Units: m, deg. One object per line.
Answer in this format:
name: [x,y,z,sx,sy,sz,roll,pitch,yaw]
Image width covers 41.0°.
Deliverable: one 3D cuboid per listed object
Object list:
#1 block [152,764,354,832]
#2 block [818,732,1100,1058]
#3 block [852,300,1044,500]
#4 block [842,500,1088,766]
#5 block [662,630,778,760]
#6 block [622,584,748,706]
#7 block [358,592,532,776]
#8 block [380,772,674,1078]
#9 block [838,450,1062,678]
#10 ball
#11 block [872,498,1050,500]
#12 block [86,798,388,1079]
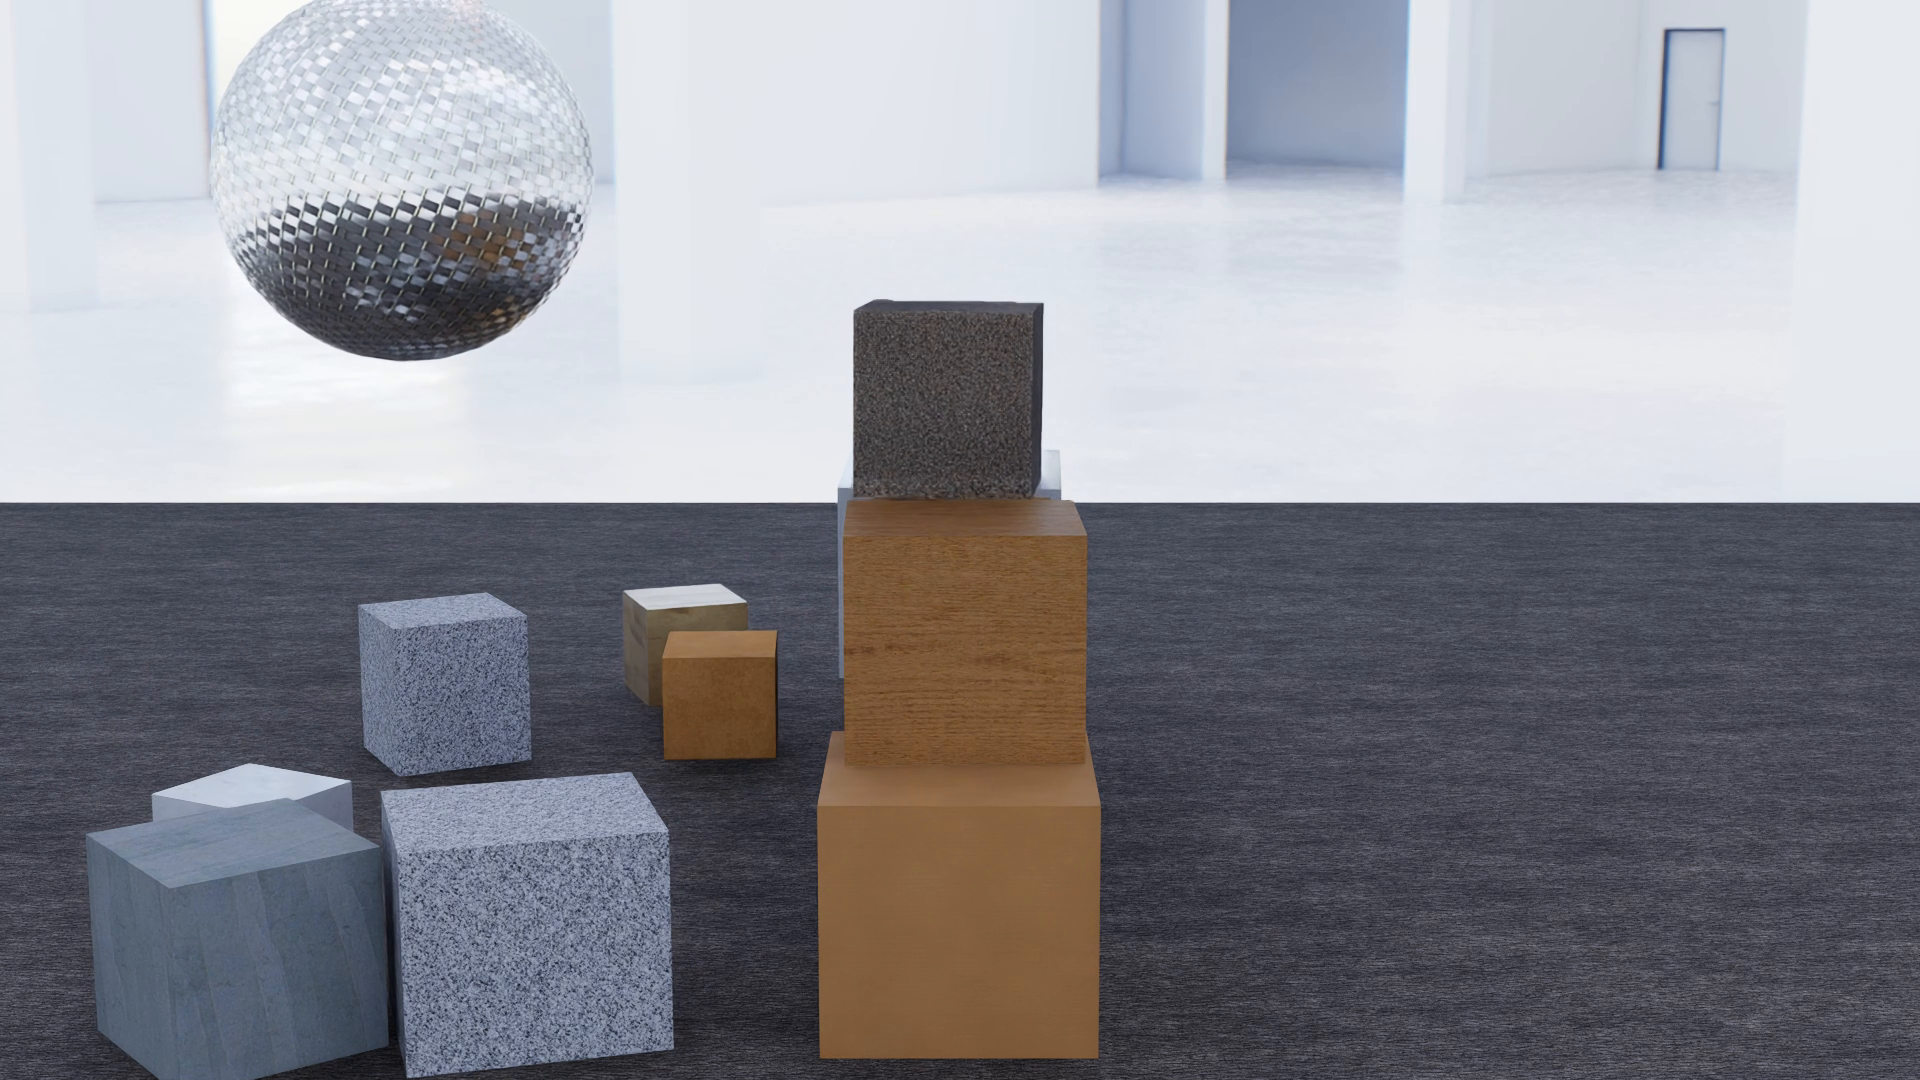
block: [-2.880,1.323,10.499,0.568,0.641,0.542,6,12,29]
block: [-0.003,1.314,9.699,1.006,0.945,1.055,0,10,0]
block: [-0.042,-0.607,10.949,0.746,0.778,0.629,1,9,6]
block: [0.010,0.343,9.959,0.904,0.874,0.807,0,10,-1]
block: [-1.261,0.813,13.591,0.579,0.538,0.643,0,10,-3]
block: [-1.578,0.596,14.732,0.582,0.556,0.586,-4,11,-20]
block: [-2.685,0.740,13.361,0.696,0.764,0.674,-5,12,-27]
block: [-1.620,1.404,9.536,0.955,0.825,0.829,-3,11,-16]
block: [-0.033,0.094,11.636,0.971,0.856,0.900,0,13,2]
ball: [-2.358,-1.557,10.897,1.600,1.600,1.600,0,10,0]
block: [0.003,0.294,10.791,0.765,0.807,0.801,0,12,0]
block: [-2.649,1.464,9.398,0.782,0.757,0.814,-8,13,-37]
